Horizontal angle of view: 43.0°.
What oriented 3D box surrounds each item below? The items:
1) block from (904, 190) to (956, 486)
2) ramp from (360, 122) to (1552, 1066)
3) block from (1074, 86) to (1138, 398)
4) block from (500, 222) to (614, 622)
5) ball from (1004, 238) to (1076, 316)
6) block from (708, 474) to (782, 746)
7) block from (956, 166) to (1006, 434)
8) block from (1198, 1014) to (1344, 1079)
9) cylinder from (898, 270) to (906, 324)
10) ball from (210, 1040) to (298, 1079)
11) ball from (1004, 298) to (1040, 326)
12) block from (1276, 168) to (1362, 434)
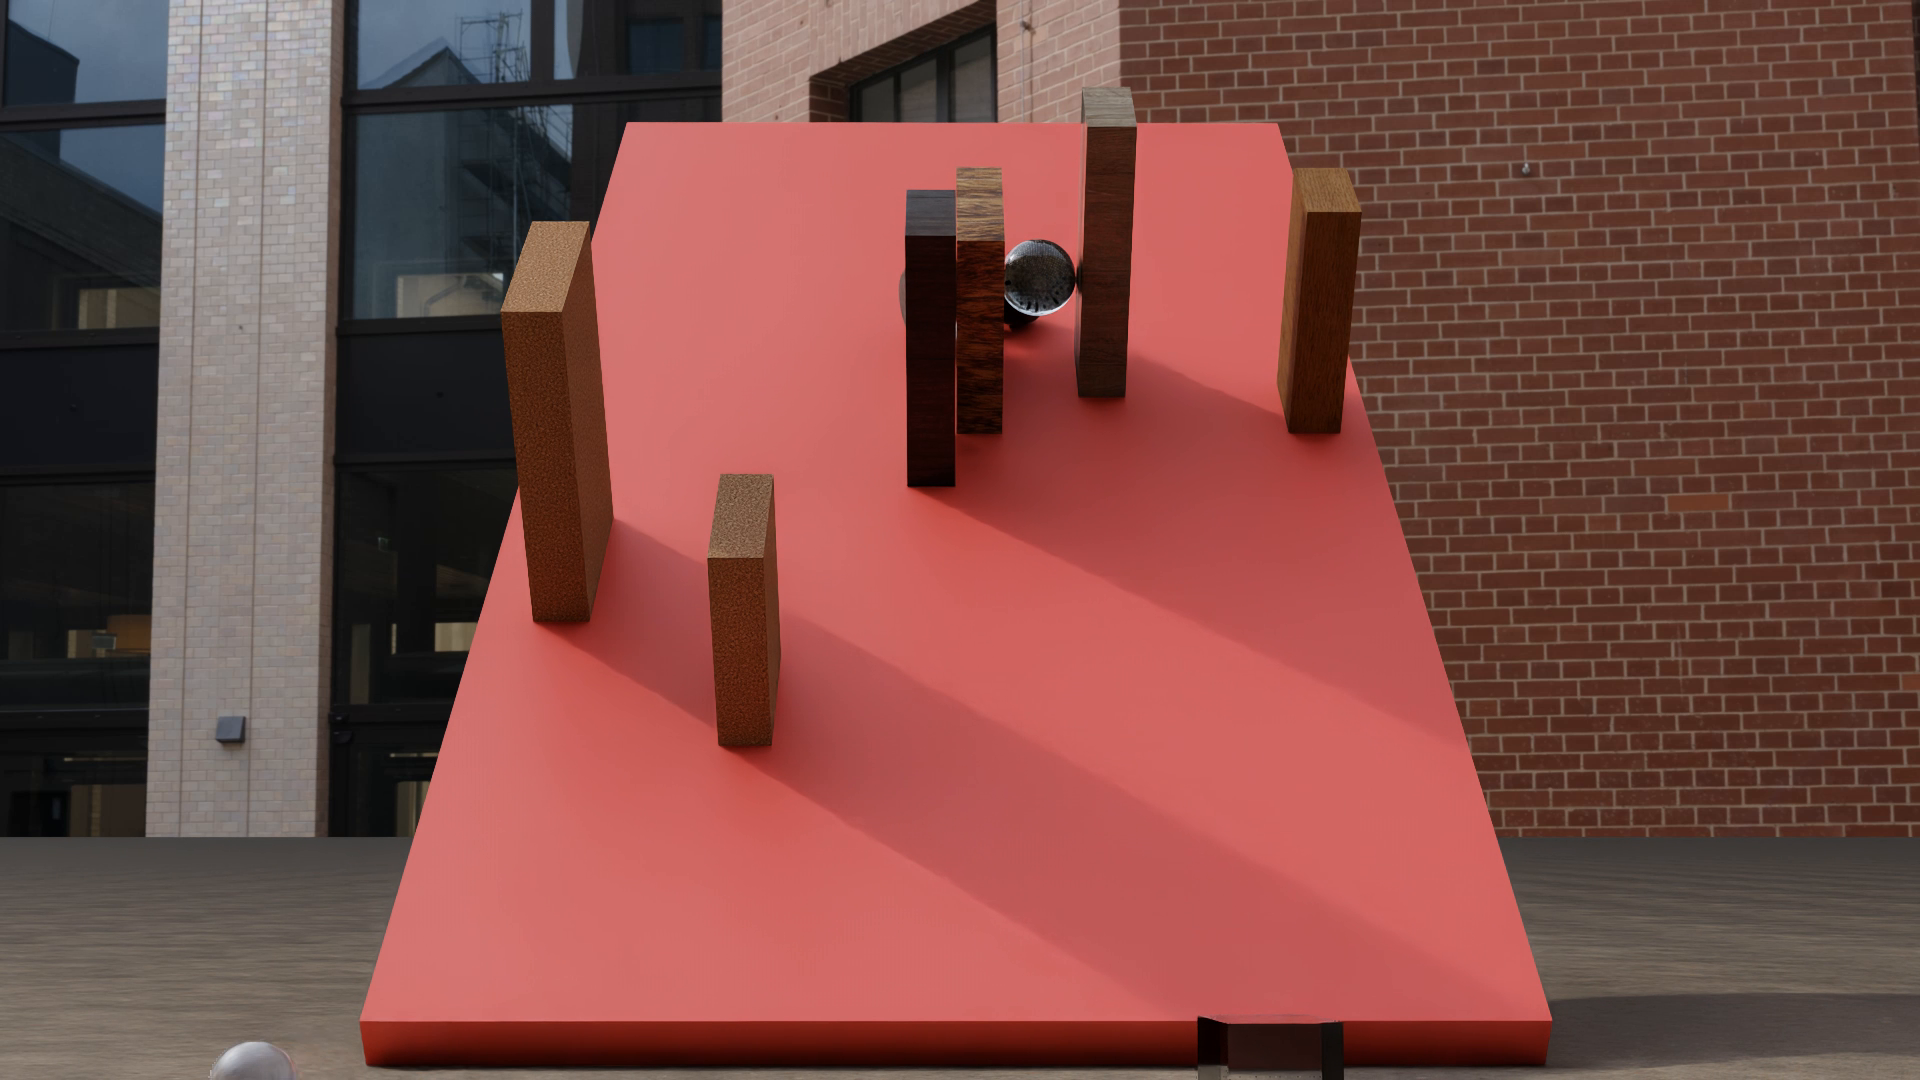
[{"bbox_3d":[-0.065,-0.456,5.545,0.111,0.628,0.249,0,31,0],"label":"block"},{"bbox_3d":[-0.014,-0.196,5.818,2.000,0.100,4.000,0,31,0],"label":"ramp"},{"bbox_3d":[0.348,-0.716,5.900,0.115,0.705,0.251,0,31,0],"label":"block"},{"bbox_3d":[-0.836,-0.248,5.112,0.119,0.721,0.427,0,31,0],"label":"block"},{"bbox_3d":[0.194,-0.657,6.099,0.193,0.193,0.193,0,-7,0],"label":"ball"},{"bbox_3d":[-0.419,0.135,4.767,0.104,0.431,0.312,0,31,0],"label":"block"},{"bbox_3d":[0.046,-0.580,5.870,0.110,0.502,0.430,0,31,0],"label":"block"},{"bbox_3d":[0.403,0.700,3.170,0.152,0.152,0.152,1,-7,-9],"label":"block"},{"bbox_3d":[-0.029,-0.611,6.216,0.193,0.193,0.193,-13,-2,-21],"label":"cylinder"},{"bbox_3d":[-0.952,0.733,3.287,0.113,0.113,0.113,0,-7,0],"label":"ball"},{"bbox_3d":[0.145,-0.642,6.278,0.181,0.181,0.181,0,-7,0],"label":"ball"},{"bbox_3d":[0.848,-0.566,5.784,0.124,0.573,0.254,0,31,0],"label":"block"}]
